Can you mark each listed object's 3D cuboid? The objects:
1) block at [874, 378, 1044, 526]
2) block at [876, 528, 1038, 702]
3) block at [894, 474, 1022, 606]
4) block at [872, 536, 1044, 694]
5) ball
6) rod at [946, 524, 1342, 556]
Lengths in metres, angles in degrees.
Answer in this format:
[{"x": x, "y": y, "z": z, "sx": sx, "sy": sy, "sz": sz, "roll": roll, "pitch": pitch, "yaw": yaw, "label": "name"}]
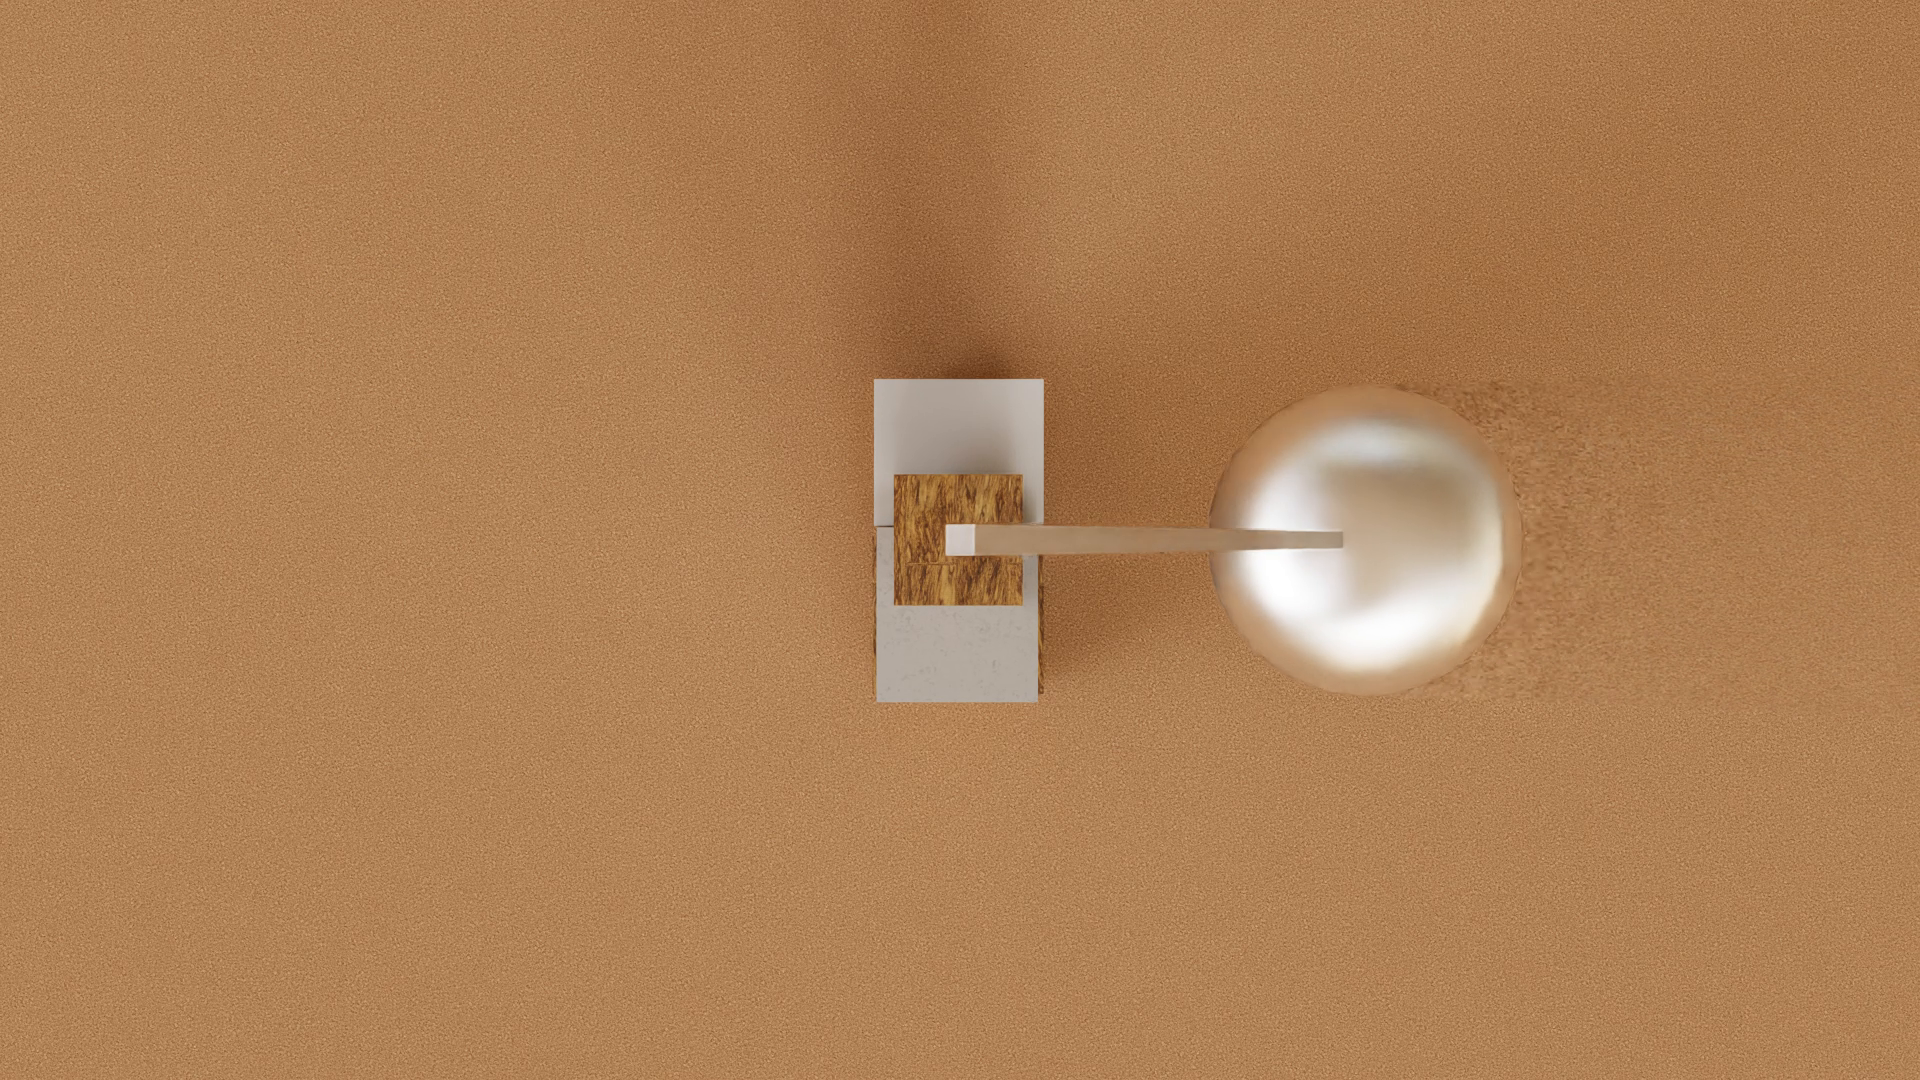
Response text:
[{"x": -0.006, "y": -0.458, "z": 11.909, "sx": 0.885, "sy": 0.851, "sz": 0.766, "roll": 0, "pitch": 90, "yaw": 0, "label": "block"}, {"x": -0.014, "y": 0.388, "z": 11.780, "sx": 0.836, "sy": 0.748, "sz": 0.906, "roll": 0, "pitch": 90, "yaw": 0, "label": "block"}, {"x": -0.008, "y": 0.000, "z": 11.108, "sx": 0.634, "sy": 0.597, "sz": 0.645, "roll": 0, "pitch": 90, "yaw": 0, "label": "block"}, {"x": -0.011, "y": 0.415, "z": 12.577, "sx": 0.947, "sy": 0.846, "sz": 0.872, "roll": 0, "pitch": 90, "yaw": 0, "label": "block"}, {"x": 2.074, "y": 0.000, "z": 11.315, "sx": 1.600, "sy": 1.600, "sz": 1.600, "roll": 0, "pitch": 90, "yaw": 0, "label": "ball"}, {"x": 0.899, "y": 0.000, "z": 8.125, "sx": 0.080, "sy": 5.200, "sz": 0.080, "roll": 0, "pitch": 90, "yaw": 20, "label": "rod"}]
